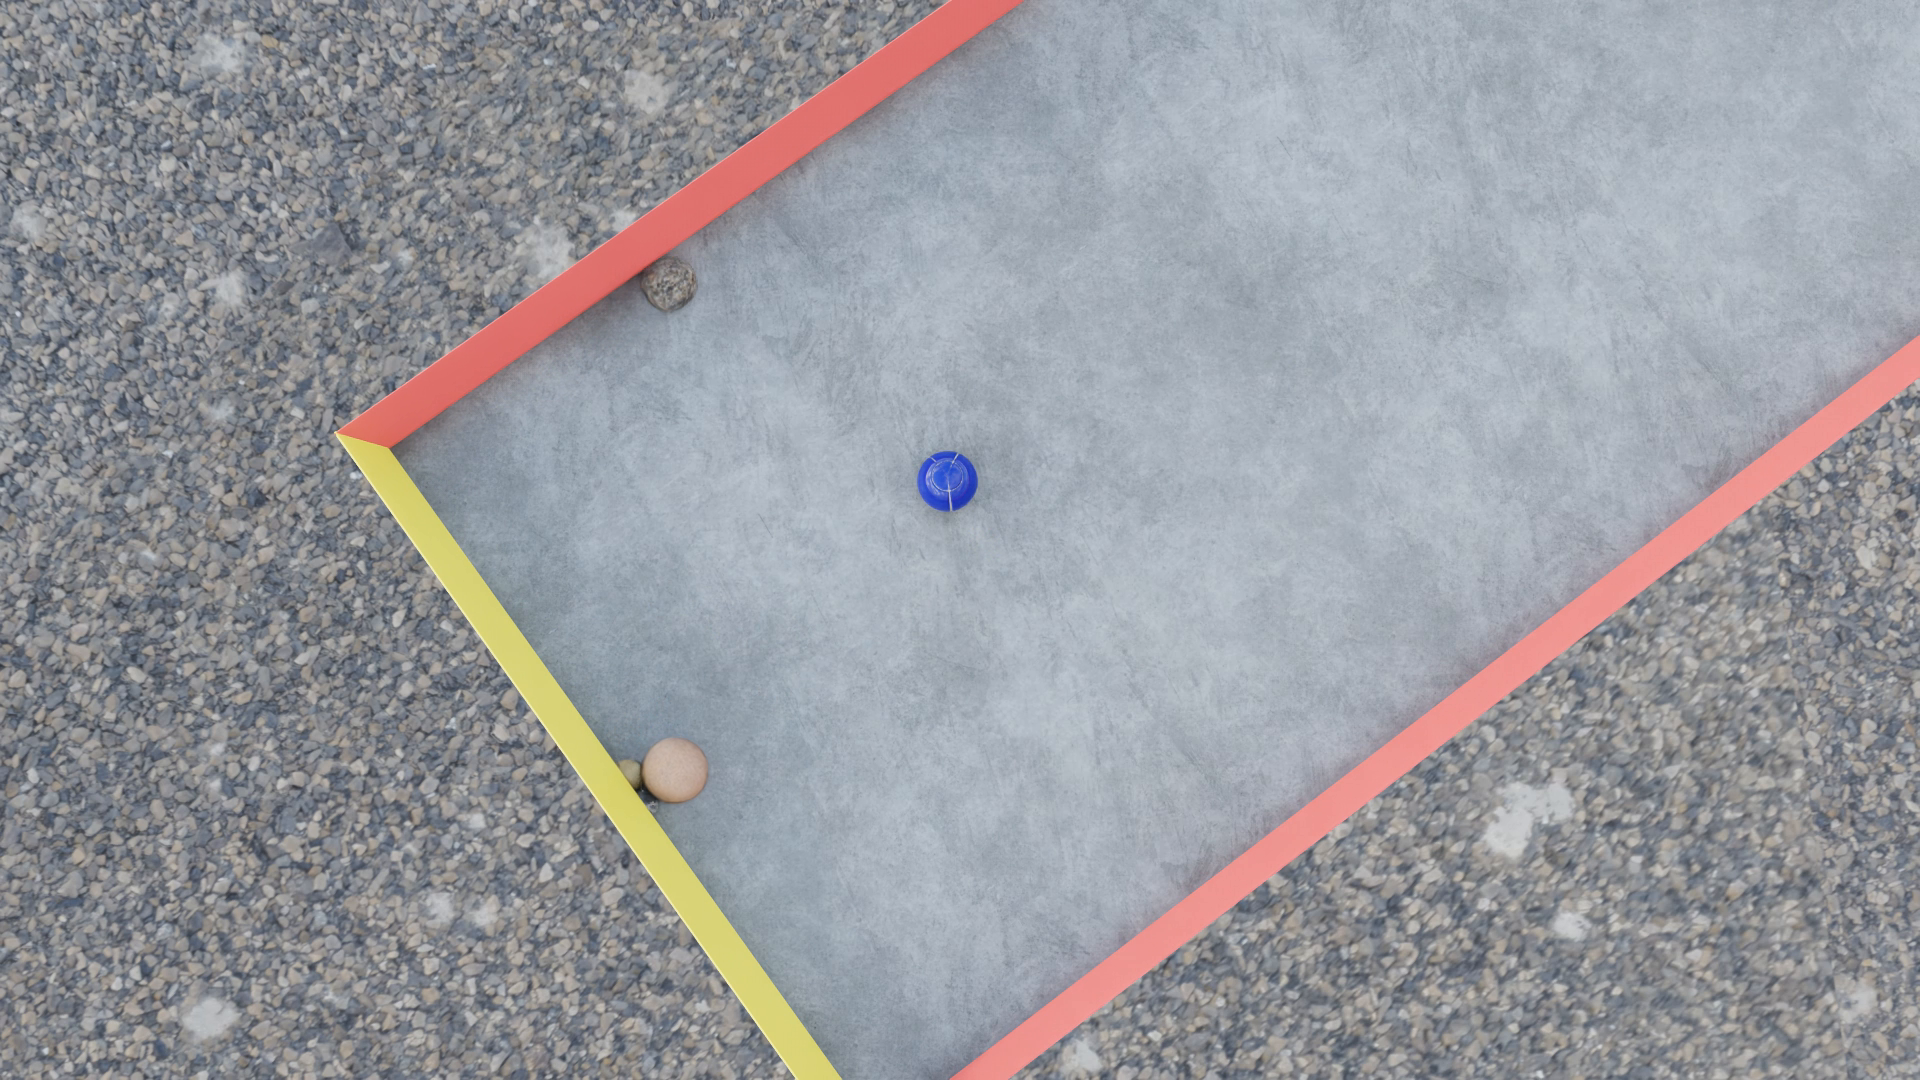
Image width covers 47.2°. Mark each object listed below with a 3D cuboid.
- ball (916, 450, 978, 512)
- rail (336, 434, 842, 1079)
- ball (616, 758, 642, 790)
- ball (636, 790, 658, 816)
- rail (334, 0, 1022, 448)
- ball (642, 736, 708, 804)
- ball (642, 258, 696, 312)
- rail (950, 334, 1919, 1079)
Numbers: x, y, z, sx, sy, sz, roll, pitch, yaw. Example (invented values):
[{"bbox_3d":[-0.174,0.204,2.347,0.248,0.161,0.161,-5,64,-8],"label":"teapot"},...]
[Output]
[{"bbox_3d":[-0.019,-0.088,3.290,0.092,0.092,0.092,0,80,0],"label":"ball"},{"bbox_3d":[-0.500,0.363,3.191,0.045,0.126,1.327,-36,82,-6],"label":"rail"},{"bbox_3d":[-0.487,0.346,3.235,0.048,0.048,0.048,0,80,0],"label":"ball"},{"bbox_3d":[-0.464,0.389,3.231,0.041,0.041,0.041,0,80,0],"label":"ball"},{"bbox_3d":[0.136,-0.892,3.415,2.594,0.126,0.045,-36,82,-6],"label":"rail"},{"bbox_3d":[-0.416,0.336,3.211,0.097,0.097,0.097,0,80,0],"label":"ball"},{"bbox_3d":[-0.444,-0.389,3.349,0.081,0.081,0.081,0,80,0],"label":"ball"},{"bbox_3d":[0.903,0.117,3.235,2.594,0.126,0.045,-36,82,-6],"label":"rail"}]
